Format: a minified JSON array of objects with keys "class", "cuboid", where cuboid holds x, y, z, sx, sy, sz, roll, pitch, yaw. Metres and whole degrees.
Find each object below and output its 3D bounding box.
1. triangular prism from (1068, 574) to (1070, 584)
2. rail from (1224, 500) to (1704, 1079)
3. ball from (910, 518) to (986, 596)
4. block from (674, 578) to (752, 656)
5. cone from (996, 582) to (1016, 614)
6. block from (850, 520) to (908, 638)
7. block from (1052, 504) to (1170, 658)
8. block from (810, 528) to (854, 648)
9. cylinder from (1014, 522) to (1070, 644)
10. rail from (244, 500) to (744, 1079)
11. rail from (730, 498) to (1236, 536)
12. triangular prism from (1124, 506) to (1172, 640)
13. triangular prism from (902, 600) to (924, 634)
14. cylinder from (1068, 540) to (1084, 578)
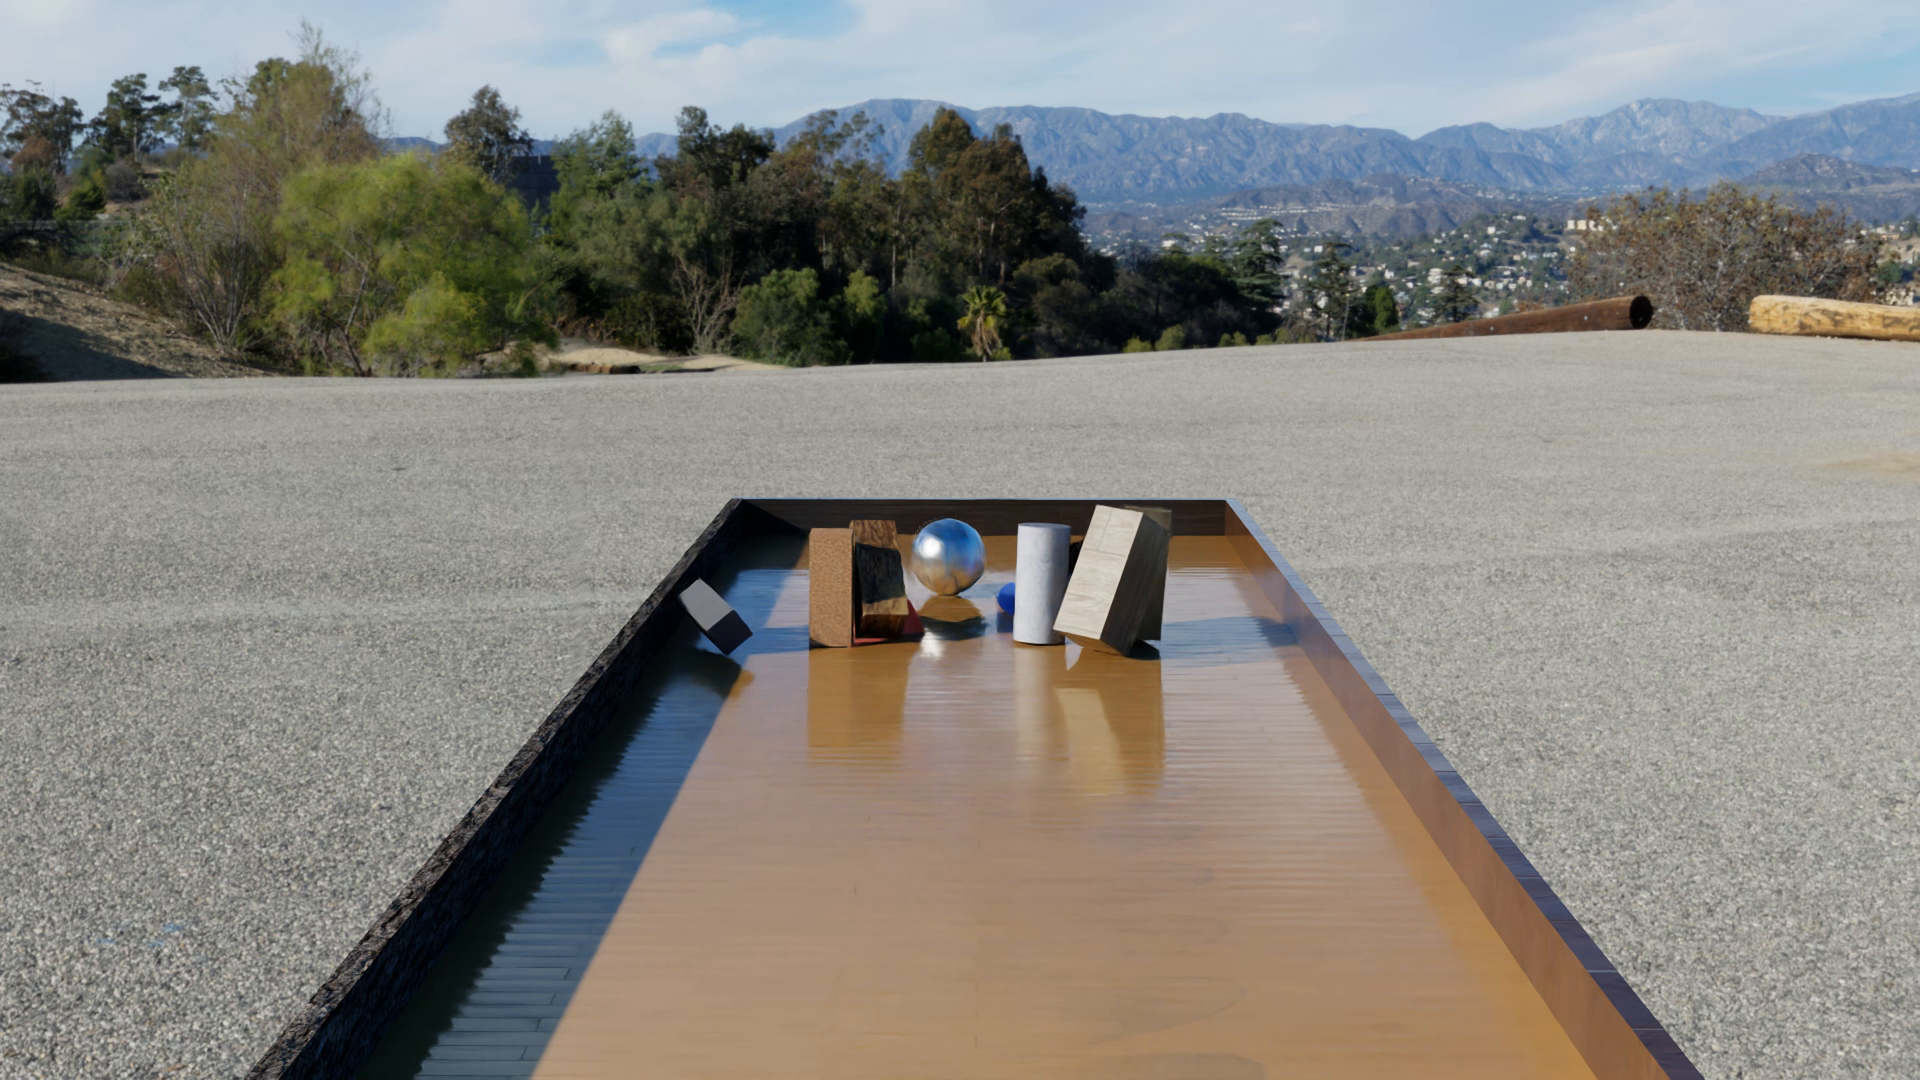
[{"class":"triangular prism","cuboid":[0.315,0.160,7.559,0.108,0.093,0.451,-31,-1,19]},{"class":"rail","cuboid":[1.046,0.843,3.208,0.050,0.150,12.000,0,9,1]},{"class":"ball","cuboid":[-0.041,0.059,7.771,0.270,0.270,0.270,0,9,0]},{"class":"block","cuboid":[-0.775,0.239,6.905,0.107,0.107,0.373,-40,25,-9]},{"class":"cone","cuboid":[0.153,0.197,7.596,0.106,0.106,0.333,-2,-1,-10]},{"class":"block","cuboid":[-0.270,0.125,7.044,0.142,0.362,0.142,1,-36,-16]},{"class":"block","cuboid":[0.469,0.126,6.760,0.176,0.412,0.176,11,-14,39]},{"class":"block","cuboid":[-0.404,0.149,6.926,0.133,0.355,0.133,1,9,0]},{"class":"cylinder","cuboid":[0.258,0.135,6.958,0.166,0.365,0.166,2,6,0]},{"class":"rail","cuboid":[-1.004,0.839,3.234,0.050,0.150,12.000,0,9,1]},{"class":"rail","cuboid":[0.099,-0.098,9.147,2.100,0.150,0.050,0,9,1]},{"class":"triangular prism","cuboid":[0.584,0.106,6.971,0.147,0.413,0.127,5,-1,11]},{"class":"triangular prism","cuboid":[-0.290,0.223,7.242,0.123,0.106,0.381,-8,12,-41]},{"class":"cylinder","cuboid":[0.412,0.165,6.971,0.111,0.312,0.111,-7,-28,-4]}]
